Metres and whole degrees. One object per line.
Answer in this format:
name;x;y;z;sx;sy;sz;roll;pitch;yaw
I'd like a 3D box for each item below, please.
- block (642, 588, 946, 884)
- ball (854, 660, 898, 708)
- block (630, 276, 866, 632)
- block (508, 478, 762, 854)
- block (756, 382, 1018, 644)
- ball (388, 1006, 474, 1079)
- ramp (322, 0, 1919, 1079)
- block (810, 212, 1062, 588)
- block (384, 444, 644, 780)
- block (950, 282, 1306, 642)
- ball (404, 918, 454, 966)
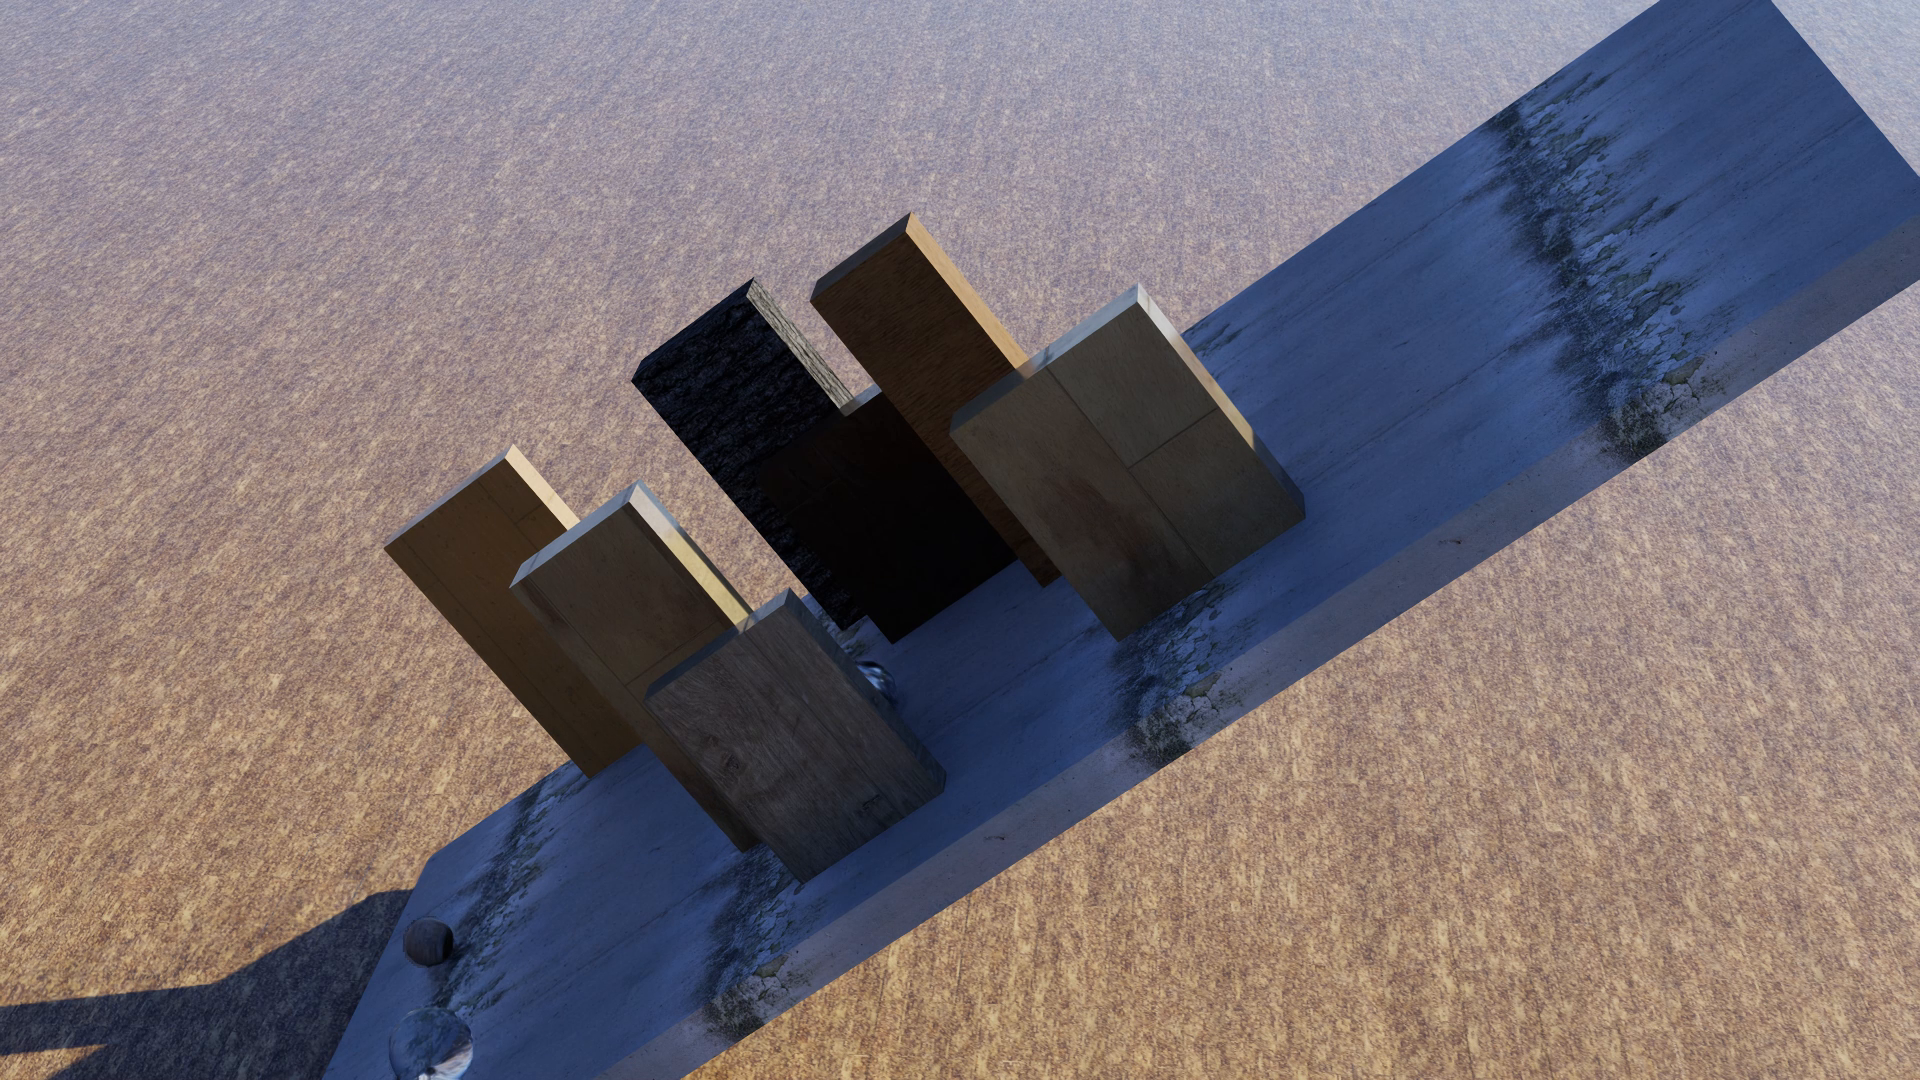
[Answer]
block;-0.317;0.382;5.677;0.352;0.489;0.080;-35;16;17
ball;-0.205;0.328;6.214;0.146;0.146;0.146;0;23;0
block;-0.376;-0.196;6.879;0.346;0.781;0.147;-35;16;17
block;-0.552;0.265;6.058;0.322;0.748;0.127;-35;16;17
block;-0.127;-0.086;6.545;0.435;0.490;0.109;-35;16;17
ball;-1.110;1.067;6.169;0.177;0.177;0.177;0;23;0
ramp;0.127;0.180;6.326;4.000;0.100;2.000;-35;16;17
block;0.038;-0.289;6.166;0.252;0.794;0.143;-35;16;17
block;-1.009;0.184;7.272;0.401;0.780;0.095;-35;16;17
block;0.320;-0.143;5.599;0.441;0.534;0.116;-35;16;17
ball;-1.252;0.949;6.941;0.114;0.114;0.114;0;23;0
